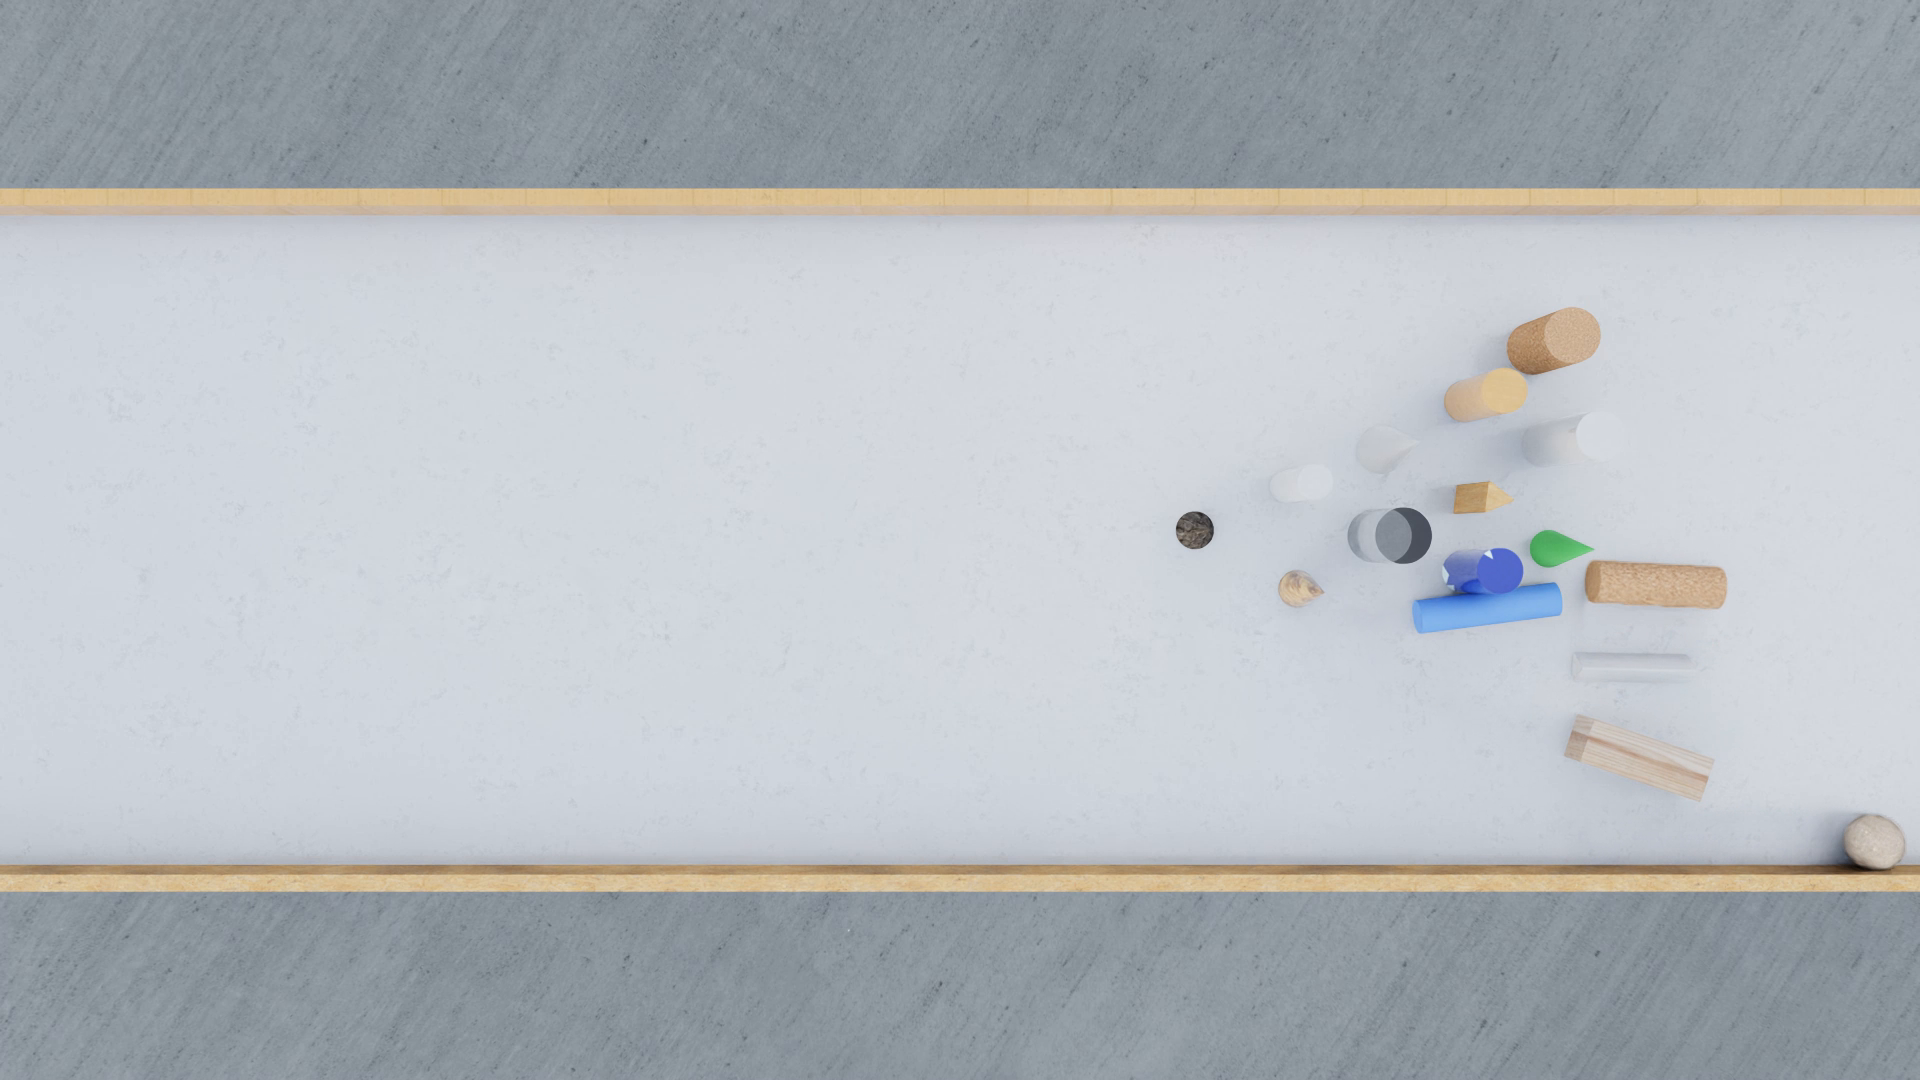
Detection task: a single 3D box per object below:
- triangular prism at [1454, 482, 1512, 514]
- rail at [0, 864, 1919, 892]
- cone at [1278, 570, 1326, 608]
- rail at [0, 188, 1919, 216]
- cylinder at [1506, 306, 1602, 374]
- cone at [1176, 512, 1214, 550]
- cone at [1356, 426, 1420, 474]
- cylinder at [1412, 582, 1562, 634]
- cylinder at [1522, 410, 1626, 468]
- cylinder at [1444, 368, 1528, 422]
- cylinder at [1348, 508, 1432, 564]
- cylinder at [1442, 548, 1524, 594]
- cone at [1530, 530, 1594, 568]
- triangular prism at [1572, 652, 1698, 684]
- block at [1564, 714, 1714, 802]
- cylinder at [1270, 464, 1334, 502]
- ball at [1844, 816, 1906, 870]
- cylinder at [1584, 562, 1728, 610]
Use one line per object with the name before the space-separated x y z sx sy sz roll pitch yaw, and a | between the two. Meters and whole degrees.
triangular prism | 1.546 -0.134 4.922 0.089 0.308 0.077 -22 90 0
rail | -2.247 1.025 5.001 12.000 0.150 0.050 0 90 0
cone | 1.038 0.151 4.882 0.117 0.389 0.117 0 90 0
rail | -2.247 -1.025 5.002 12.000 0.150 0.050 0 90 0
cylinder | 1.764 -0.590 4.912 0.163 0.329 0.163 0 90 0
cone | 0.723 -0.030 4.926 0.118 0.301 0.118 0 90 0
cone | 1.296 -0.279 4.861 0.151 0.431 0.151 0 90 0
cylinder | 1.605 0.207 5.025 0.426 0.103 0.103 -7 90 0
cylinder | 1.798 -0.294 4.852 0.141 0.450 0.141 0 90 0
cylinder | 1.555 -0.427 4.892 0.131 0.369 0.131 0 90 0
cylinder | 1.274 -0.012 4.907 0.164 0.339 0.164 0 90 0
cylinder | 1.547 0.093 4.893 0.133 0.363 0.133 0 89 1
cone | 1.812 0.027 4.889 0.116 0.375 0.116 0 90 0
triangular prism | 2.060 0.393 5.036 0.348 0.076 0.088 1 90 0
block | 2.059 0.661 5.008 0.380 0.137 0.137 19 90 0
cylinder | 1.004 -0.165 4.867 0.101 0.419 0.101 0 90 0
ball | 2.768 0.917 4.993 0.166 0.166 0.166 0 90 0
cylinder | 2.114 0.137 5.013 0.381 0.127 0.127 3 90 0
